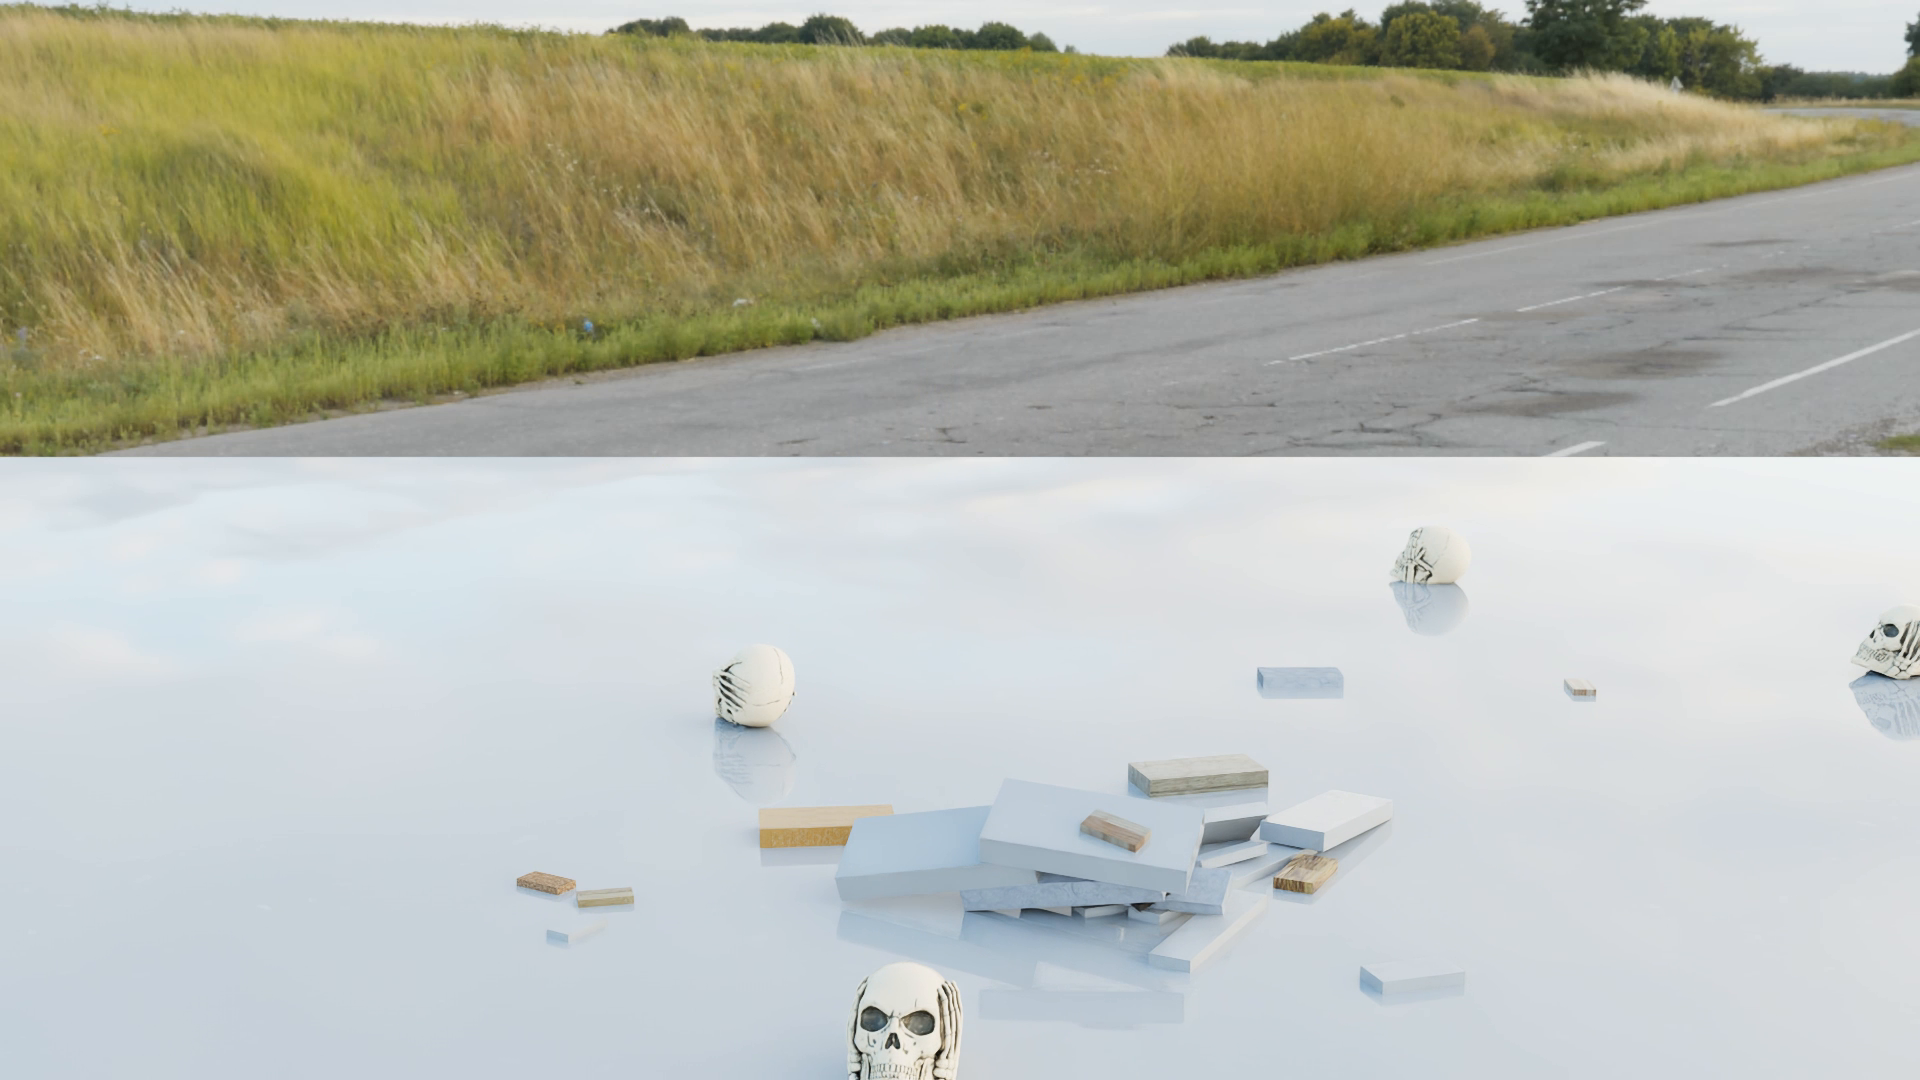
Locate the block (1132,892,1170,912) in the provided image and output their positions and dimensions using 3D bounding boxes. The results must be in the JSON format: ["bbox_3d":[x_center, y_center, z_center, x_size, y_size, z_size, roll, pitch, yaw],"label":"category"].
[{"bbox_3d":[0.314,0.558,3.544,0.101,0.014,0.050,-27,36,-23],"label":"block"}]

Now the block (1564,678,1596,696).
[{"bbox_3d":[1.411,0.335,5.005,0.050,0.014,0.101,1,11,3],"label":"block"}]

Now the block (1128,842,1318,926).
[{"bbox_3d":[0.451,0.572,3.717,0.063,0.018,0.477,9,14,40],"label":"block"}]

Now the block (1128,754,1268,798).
[{"bbox_3d":[0.464,0.458,4.285,0.244,0.035,0.122,-3,11,-16],"label":"block"}]

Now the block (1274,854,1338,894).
[{"bbox_3d":[0.588,0.567,3.739,0.069,0.020,0.138,5,12,26],"label":"block"}]

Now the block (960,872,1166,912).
[{"bbox_3d":[0.179,0.529,3.595,0.333,0.047,0.167,-6,27,18],"label":"block"}]

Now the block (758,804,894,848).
[{"bbox_3d":[-0.240,0.516,3.972,0.244,0.035,0.122,-1,11,-6],"label":"block"}]

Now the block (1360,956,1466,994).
[{"bbox_3d":[0.677,0.650,3.291,0.138,0.020,0.069,-3,11,-18],"label":"block"}]

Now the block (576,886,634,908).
[{"bbox_3d":[-0.586,0.590,3.632,0.091,0.013,0.045,-3,11,-13],"label":"block"}]

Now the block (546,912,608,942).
[{"bbox_3d":[-0.608,0.616,3.496,0.045,0.013,0.091,7,12,32],"label":"block"}]

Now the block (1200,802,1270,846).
[{"bbox_3d":[0.446,0.506,3.892,0.185,0.026,0.092,-4,-33,-22],"label":"block"}]

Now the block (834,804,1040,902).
[{"bbox_3d":[-0.026,0.512,3.629,0.333,0.047,0.167,-8,27,15],"label":"block"}]

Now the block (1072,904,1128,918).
[{"bbox_3d":[0.242,0.596,3.598,0.106,0.015,0.053,-4,11,-21],"label":"block"}]

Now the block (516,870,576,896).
[{"bbox_3d":[-0.696,0.577,3.702,0.091,0.013,0.045,6,12,31],"label":"block"}]

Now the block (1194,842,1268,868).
[{"bbox_3d":[0.459,0.544,3.785,0.125,0.018,0.063,-12,0,-19],"label":"block"}]

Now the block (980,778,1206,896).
[{"bbox_3d":[0.213,0.472,3.522,0.333,0.047,0.166,7,30,13],"label":"block"}]

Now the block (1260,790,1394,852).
[{"bbox_3d":[0.665,0.505,3.974,0.122,0.035,0.312,7,9,33],"label":"block"}]

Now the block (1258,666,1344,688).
[{"bbox_3d":[0.784,0.317,5.069,0.185,0.026,0.092,0,11,-1],"label":"block"}]

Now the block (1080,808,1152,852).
[{"bbox_3d":[0.247,0.460,3.481,0.101,0.014,0.050,18,34,29],"label":"block"}]

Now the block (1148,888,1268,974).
[{"bbox_3d":[0.395,0.615,3.480,0.069,0.020,0.332,6,12,28],"label":"block"}]

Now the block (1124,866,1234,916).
[{"bbox_3d":[0.354,0.563,3.559,0.163,0.023,0.081,3,35,20],"label":"block"}]
